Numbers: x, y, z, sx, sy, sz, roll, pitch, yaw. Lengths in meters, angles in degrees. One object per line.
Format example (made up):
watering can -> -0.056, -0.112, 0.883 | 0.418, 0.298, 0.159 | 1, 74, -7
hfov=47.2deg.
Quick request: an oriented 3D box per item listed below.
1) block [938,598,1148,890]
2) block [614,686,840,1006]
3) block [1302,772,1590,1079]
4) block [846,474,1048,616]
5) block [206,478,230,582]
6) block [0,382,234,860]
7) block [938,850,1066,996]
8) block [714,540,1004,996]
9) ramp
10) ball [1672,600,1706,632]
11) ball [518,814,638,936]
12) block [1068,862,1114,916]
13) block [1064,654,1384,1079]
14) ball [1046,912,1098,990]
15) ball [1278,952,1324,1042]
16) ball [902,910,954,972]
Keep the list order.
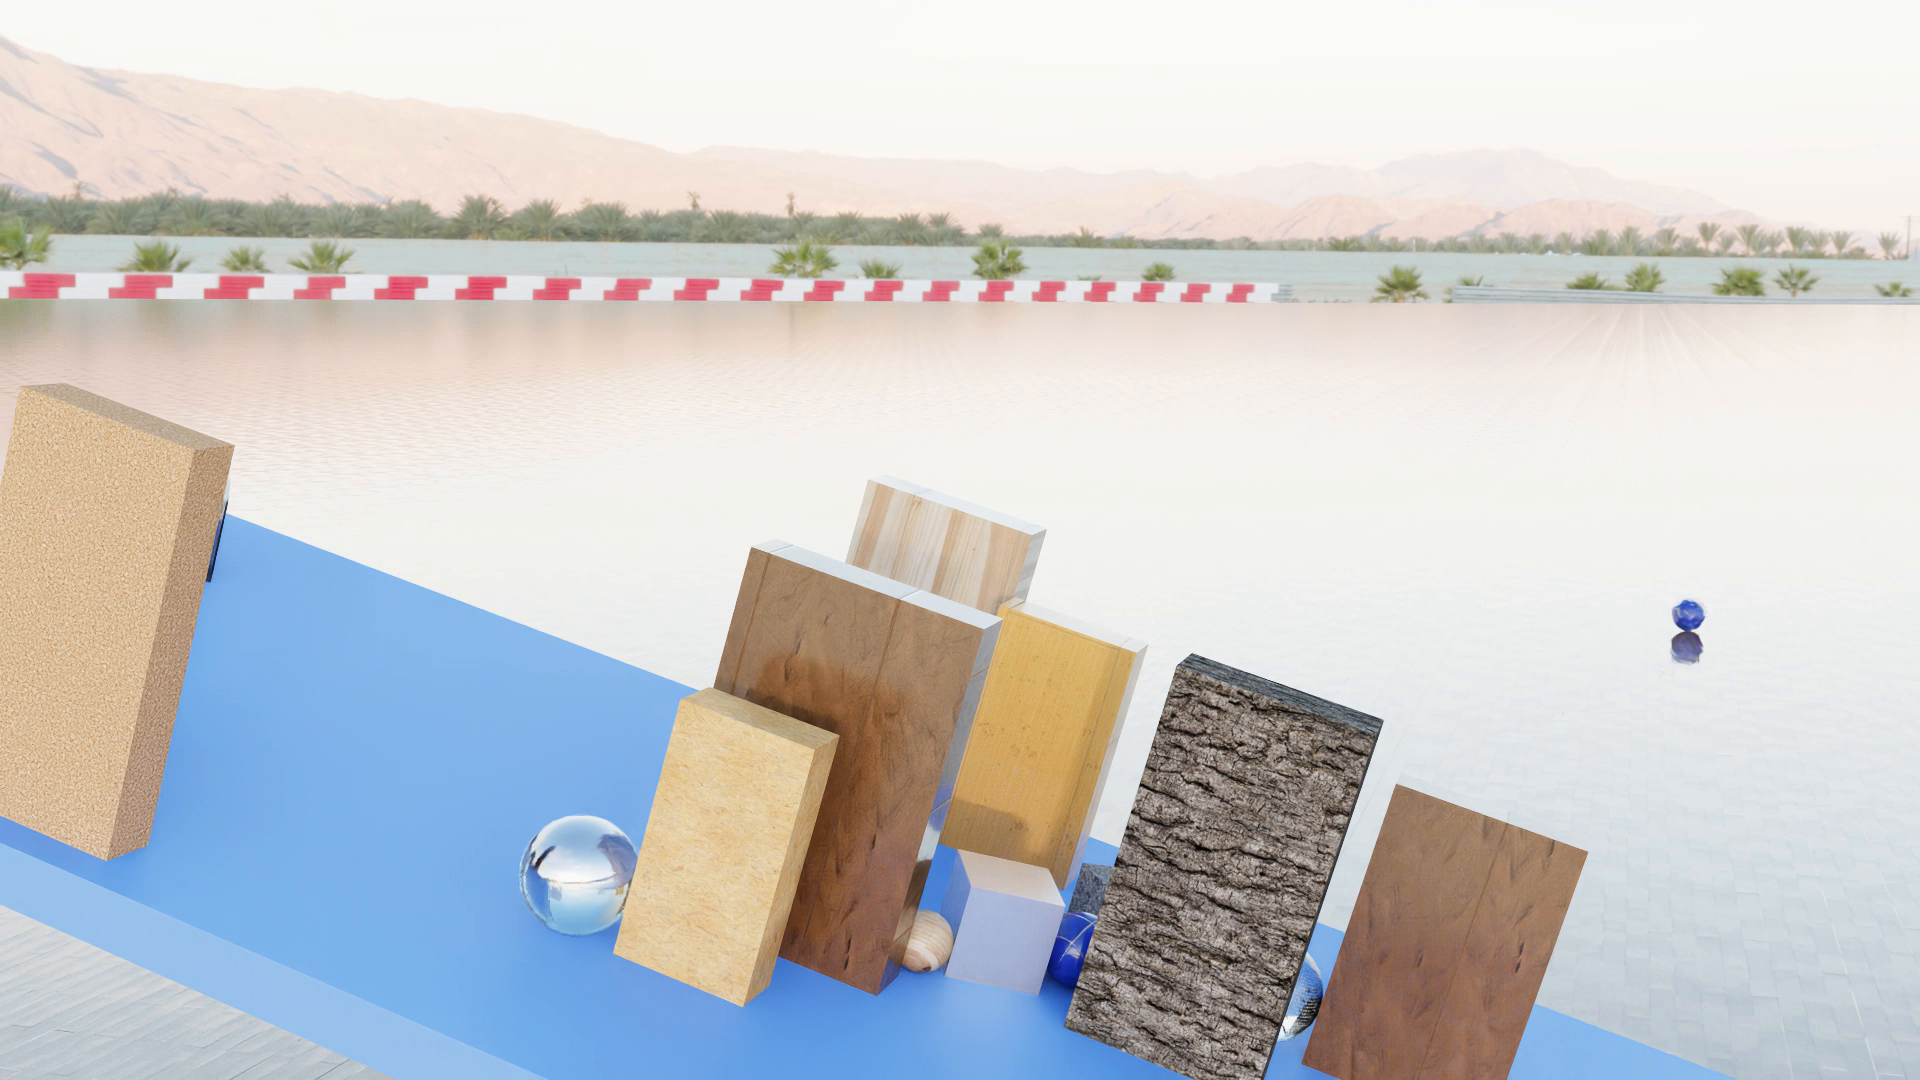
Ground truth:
block -> 0.169, 0.435, 4.716 | 0.308, 0.543, 0.118 | 19, 12, 14
block -> -0.397, 0.518, 3.731 | 0.248, 0.468, 0.118 | 19, 12, 14
block -> 0.894, 0.764, 4.067 | 0.356, 0.572, 0.090 | 19, 12, 14
block -> -0.097, 0.240, 4.939 | 0.391, 0.679, 0.131 | 19, 12, 14
block -> -1.825, -0.043, 5.119 | 0.201, 0.201, 0.201 | 12, 12, -20
block -> -1.423, 0.131, 3.577 | 0.334, 0.700, 0.105 | 19, 12, 14
block -> 0.071, 0.718, 4.140 | 0.182, 0.182, 0.182 | 14, 12, -11
block -> -0.239, 0.402, 3.927 | 0.445, 0.694, 0.119 | 19, 12, 14
ramp -> -0.372, 0.721, 4.236 | 4.000, 0.100, 2.000 | 19, 12, 14
ball -> 3.790, 0.392, 11.448 | 0.167, 0.167, 0.167 | 0, 7, 0
ball -> -0.653, 0.574, 3.774 | 0.206, 0.206, 0.206 | 0, 7, 0
block -> 0.323, 0.755, 4.370 | 0.159, 0.159, 0.159 | 11, 13, -25
block -> 0.468, 0.600, 3.932 | 0.361, 0.704, 0.139 | 19, 12, 14
ball -> 0.226, 0.777, 4.164 | 0.147, 0.147, 0.147 | 0, 7, 0
ball -> 0.591, 0.854, 4.175 | 0.196, 0.196, 0.196 | 0, 7, 0
ball -> -0.068, 0.736, 4.036 | 0.114, 0.114, 0.114 | 0, 7, 0
